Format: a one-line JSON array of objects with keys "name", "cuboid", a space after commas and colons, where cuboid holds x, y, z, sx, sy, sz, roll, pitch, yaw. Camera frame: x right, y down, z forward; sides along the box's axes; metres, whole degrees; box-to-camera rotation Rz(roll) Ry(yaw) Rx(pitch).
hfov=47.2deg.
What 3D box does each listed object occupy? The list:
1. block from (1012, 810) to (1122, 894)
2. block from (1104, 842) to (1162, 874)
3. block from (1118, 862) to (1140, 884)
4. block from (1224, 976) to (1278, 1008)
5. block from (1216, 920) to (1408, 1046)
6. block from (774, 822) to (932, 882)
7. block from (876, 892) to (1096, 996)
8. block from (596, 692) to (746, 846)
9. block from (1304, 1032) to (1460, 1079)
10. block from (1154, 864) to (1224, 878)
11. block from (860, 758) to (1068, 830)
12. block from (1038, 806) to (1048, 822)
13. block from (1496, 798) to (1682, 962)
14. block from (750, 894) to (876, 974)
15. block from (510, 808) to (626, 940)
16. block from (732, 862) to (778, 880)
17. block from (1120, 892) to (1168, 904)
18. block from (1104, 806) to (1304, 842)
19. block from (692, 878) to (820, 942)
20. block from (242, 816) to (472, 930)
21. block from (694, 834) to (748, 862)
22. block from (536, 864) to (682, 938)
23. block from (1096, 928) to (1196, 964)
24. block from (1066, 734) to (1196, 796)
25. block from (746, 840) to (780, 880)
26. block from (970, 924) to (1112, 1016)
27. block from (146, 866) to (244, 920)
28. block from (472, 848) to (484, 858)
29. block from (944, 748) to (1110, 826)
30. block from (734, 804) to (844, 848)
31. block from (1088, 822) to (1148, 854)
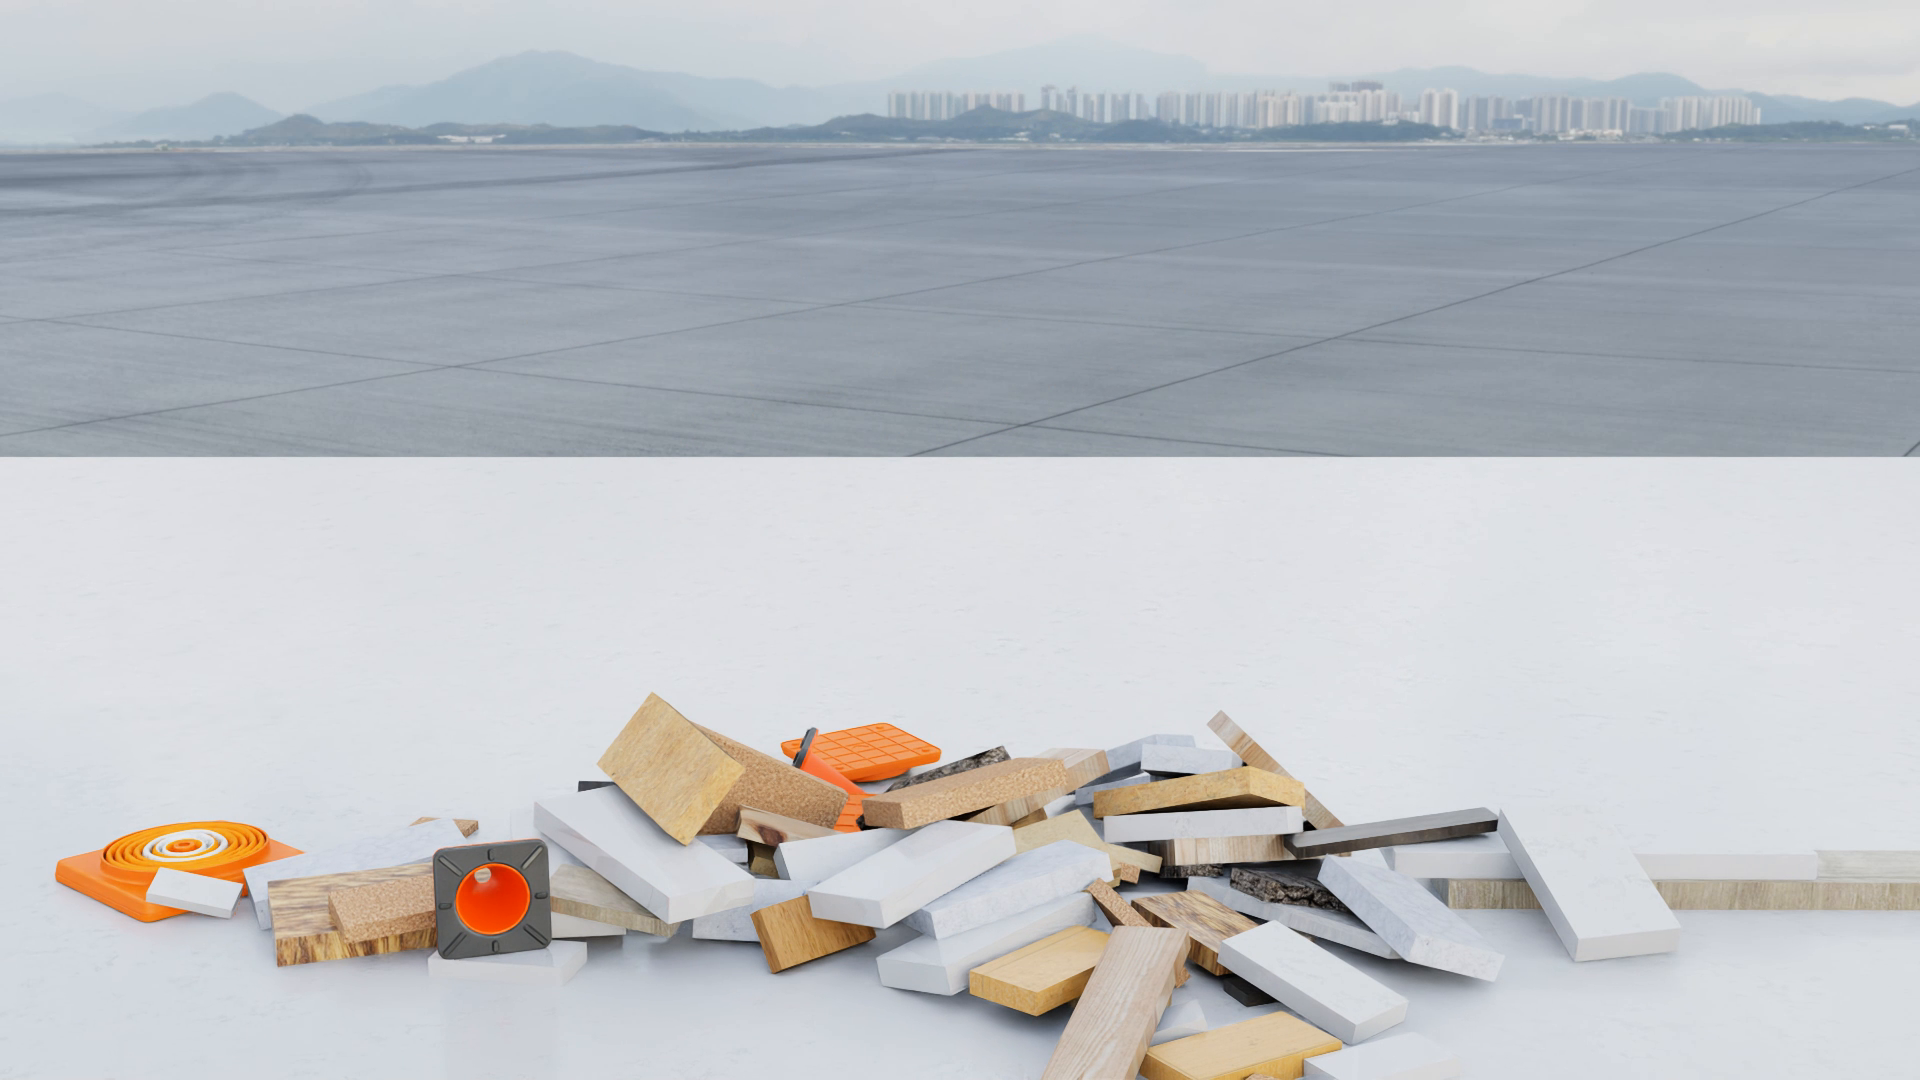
[{"name": "block", "cuboid": [0.098, 0.537, 3.551, 0.290, 0.041, 0.145, -15, 41, -22]}, {"name": "block", "cuboid": [0.239, 0.526, 3.724, 0.189, 0.027, 0.094, 16, -9, -8]}, {"name": "block", "cuboid": [0.206, 0.537, 3.672, 0.189, 0.027, 0.094, 13, -9, 7]}, {"name": "block", "cuboid": [0.466, 0.659, 3.247, 0.135, 0.019, 0.068, -4, 11, -22]}, {"name": "block", "cuboid": [0.507, 0.636, 3.173, 0.124, 0.035, 0.248, -10, 28, -43]}, {"name": "block", "cuboid": [-0.143, 0.544, 3.564, 0.290, 0.041, 0.145, -5, 54, -26]}, {"name": "block", "cuboid": [0.042, 0.601, 3.315, 0.310, 0.044, 0.155, -18, 9, -41]}, {"name": "block", "cuboid": [-0.473, 0.368, 3.575, 0.043, 0.152, 0.304, 41, -7, -34]}, {"name": "block", "cuboid": [0.567, 0.709, 2.956, 0.190, 0.027, 0.095, -6, 12, -29]}, {"name": "block", "cuboid": [0.381, 0.554, 3.681, 0.071, 0.020, 0.142, -1, -8, -14]}, {"name": "block", "cuboid": [0.008, 0.422, 3.680, 0.310, 0.044, 0.155, -12, 2, -27]}, {"name": "block", "cuboid": [0.093, 0.523, 3.847, 0.107, 0.030, 0.214, -21, 8, 9]}, {"name": "block", "cuboid": [0.997, 0.536, 3.505, 0.166, 0.047, 0.331, -5, 31, -7]}, {"name": "block", "cuboid": [-0.224, 0.594, 3.385, 0.192, 0.096, 0.027, -10, -18, -43]}, {"name": "block", "cuboid": [-0.633, 0.529, 3.532, 0.163, 0.046, 0.327, 0, 22, -14]}, {"name": "block", "cuboid": [-0.313, 0.554, 3.645, 0.161, 0.023, 0.081, 20, 8, -8]}, {"name": "block", "cuboid": [0.300, 0.604, 3.533, 0.079, 0.022, 0.158, 0, 11, 1]}, {"name": "block", "cuboid": [0.413, 0.482, 3.724, 0.310, 0.044, 0.155, -5, -8, 17]}, {"name": "block", "cuboid": [-0.319, 0.581, 3.448, 0.192, 0.096, 0.027, 1, -14, 8]}, {"name": "block", "cuboid": [-0.994, 0.548, 3.635, 0.346, 0.049, 0.173, -13, 15, -22]}, {"name": "block", "cuboid": [-0.433, 0.509, 3.608, 0.161, 0.023, 0.081, -2, 11, -11]}, {"name": "block", "cuboid": [-0.531, 0.555, 3.392, 0.219, 0.027, 0.096, 10, 22, 11]}, {"name": "block", "cuboid": [0.288, 0.628, 3.401, 0.158, 0.022, 0.079, 1, 11, 6]}, {"name": "block", "cuboid": [0.291, 0.419, 4.091, 0.273, 0.039, 0.136, -23, -18, 32]}, {"name": "block", "cuboid": [-0.262, 0.546, 3.651, 0.185, 0.026, 0.093, 19, 8, -14]}, {"name": "block", "cuboid": [0.142, 0.623, 3.200, 0.124, 0.035, 0.247, 9, 14, 40]}, {"name": "block", "cuboid": [-1.241, 0.572, 3.566, 0.135, 0.019, 0.068, 13, 28, -7]}, {"name": "block", "cuboid": [-0.845, 0.559, 3.795, 0.055, 0.016, 0.111, -5, 12, -27]}, {"name": "block", "cuboid": [0.085, 0.447, 3.835, 0.351, 0.041, 0.145, -23, 11, -36]}, {"name": "block", "cuboid": [-0.278, 0.487, 3.635, 0.185, 0.026, 0.093, 17, 8, -11]}, {"name": "block", "cuboid": [0.252, 0.534, 3.888, 0.219, 0.031, 0.109, 5, 12, 25]}]
